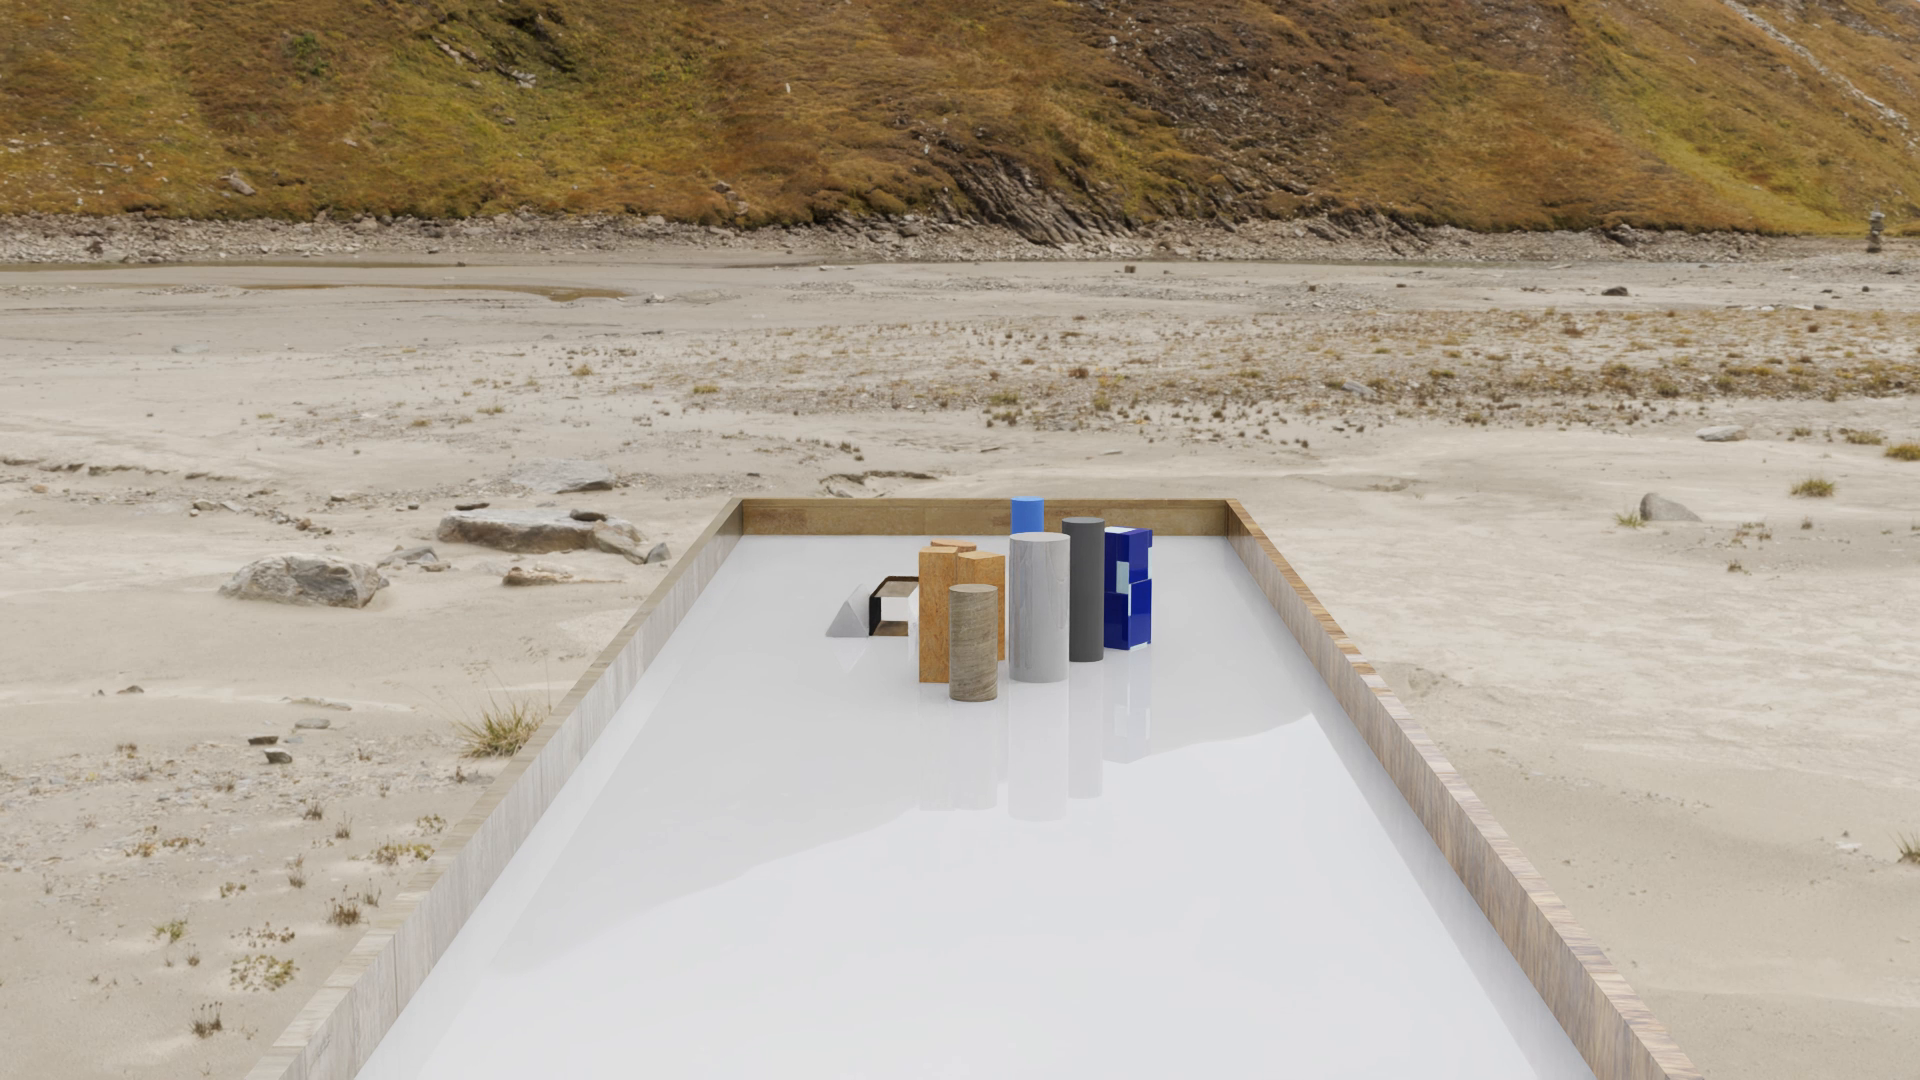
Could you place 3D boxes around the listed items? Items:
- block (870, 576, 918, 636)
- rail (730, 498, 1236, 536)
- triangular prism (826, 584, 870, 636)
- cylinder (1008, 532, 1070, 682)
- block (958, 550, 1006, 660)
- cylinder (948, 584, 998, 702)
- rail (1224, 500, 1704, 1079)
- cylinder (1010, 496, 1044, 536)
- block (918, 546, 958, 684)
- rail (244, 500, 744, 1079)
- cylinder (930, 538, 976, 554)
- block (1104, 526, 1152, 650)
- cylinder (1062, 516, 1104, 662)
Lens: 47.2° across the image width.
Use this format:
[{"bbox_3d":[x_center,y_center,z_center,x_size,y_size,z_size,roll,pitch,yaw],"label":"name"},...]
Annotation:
[{"bbox_3d":[-0.205,0.215,7.245,0.127,0.127,0.395,1,9,7],"label":"block"},{"bbox_3d":[0.099,-0.098,9.147,2.100,0.150,0.050,0,9,1],"label":"rail"},{"bbox_3d":[-0.345,0.225,7.199,0.134,0.116,0.336,1,9,6],"label":"triangular prism"},{"bbox_3d":[0.232,0.196,6.444,0.178,0.416,0.178,0,9,0],"label":"cylinder"},{"bbox_3d":[0.053,0.204,6.688,0.119,0.323,0.119,-7,12,-39],"label":"block"},{"bbox_3d":[0.038,0.289,6.190,0.137,0.312,0.137,0,9,0],"label":"cylinder"},{"bbox_3d":[1.046,0.843,3.208,0.050,0.150,12.000,0,9,1],"label":"rail"},{"bbox_3d":[0.212,0.097,6.936,0.103,0.458,0.103,0,9,0],"label":"cylinder"},{"bbox_3d":[-0.062,0.217,6.411,0.104,0.384,0.104,1,9,6],"label":"block"},{"bbox_3d":[-1.004,0.839,3.234,0.050,0.150,12.000,0,9,1],"label":"rail"},{"bbox_3d":[-0.035,0.162,6.953,0.146,0.311,0.146,6,8,-1],"label":"cylinder"},{"bbox_3d":[0.507,0.149,6.906,0.138,0.364,0.138,7,11,36],"label":"block"},{"bbox_3d":[0.374,0.150,6.698,0.131,0.427,0.131,0,9,0],"label":"cylinder"}]
